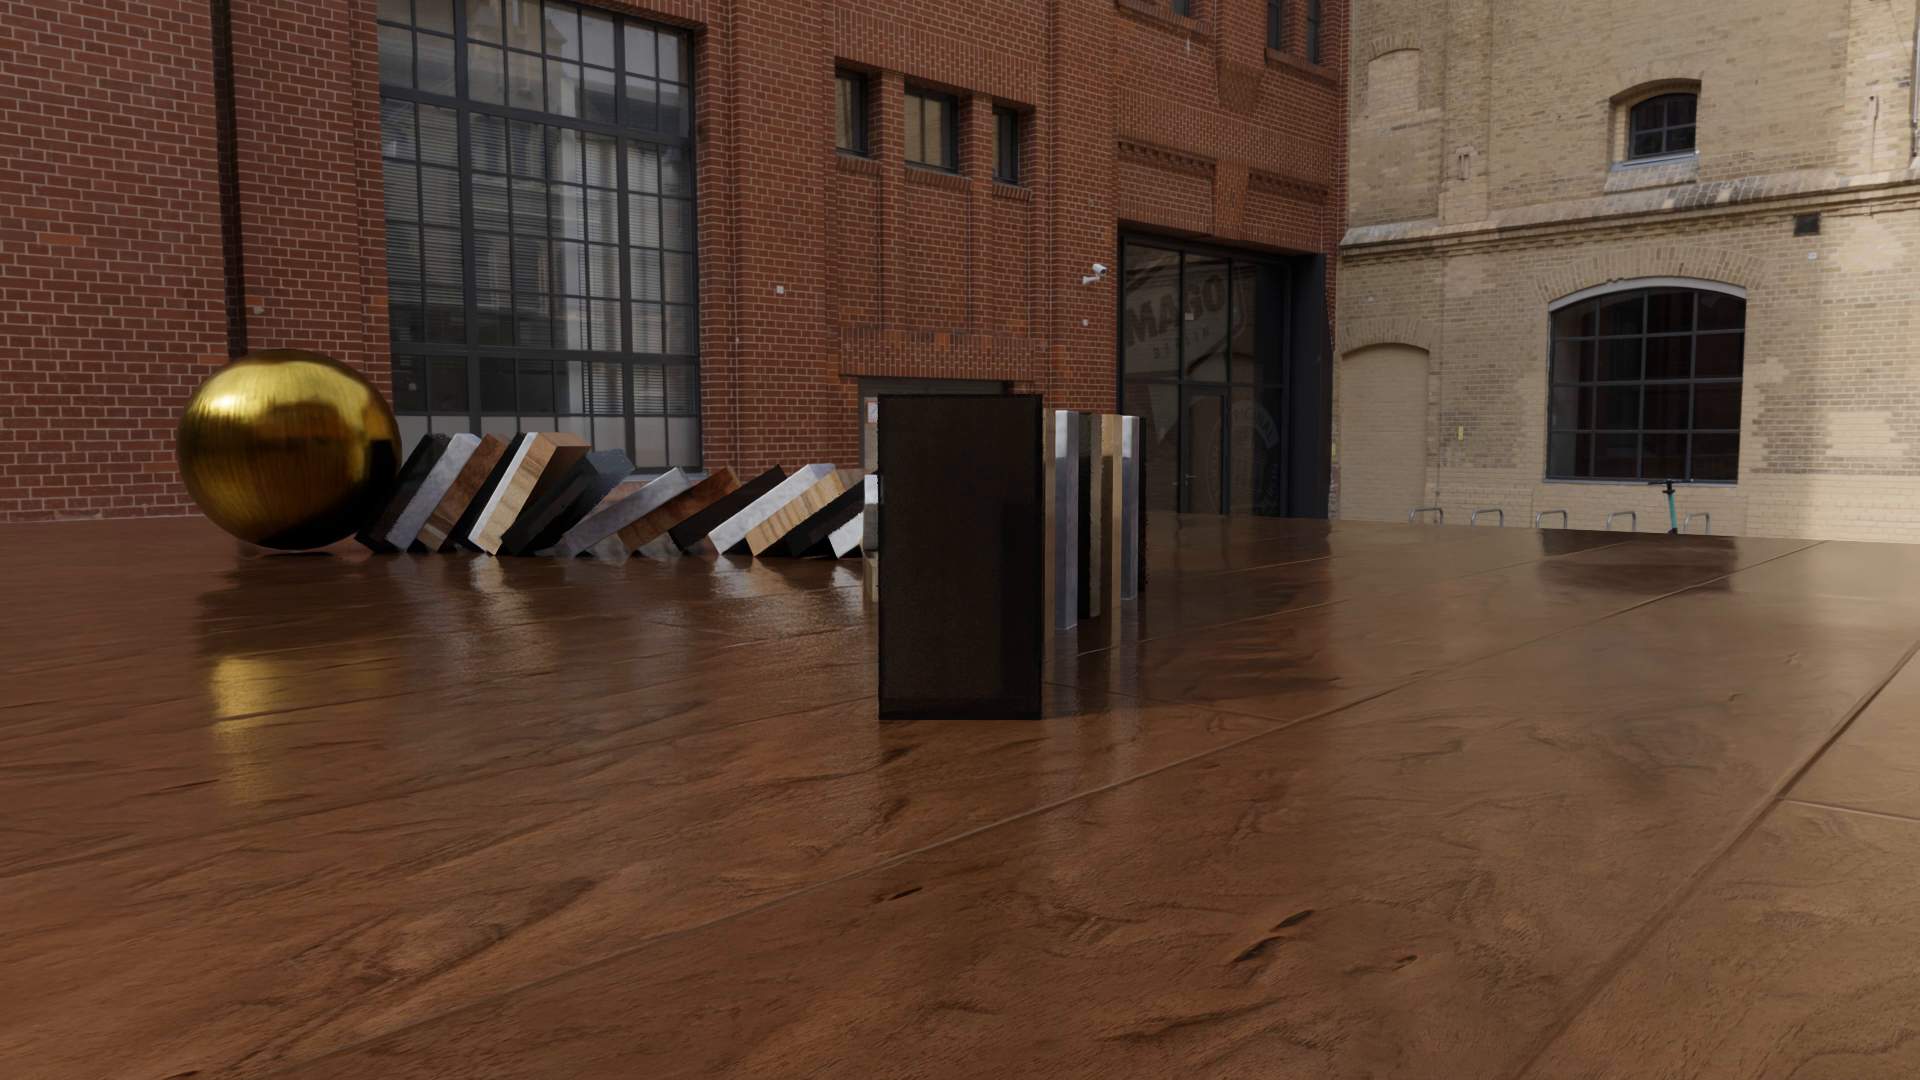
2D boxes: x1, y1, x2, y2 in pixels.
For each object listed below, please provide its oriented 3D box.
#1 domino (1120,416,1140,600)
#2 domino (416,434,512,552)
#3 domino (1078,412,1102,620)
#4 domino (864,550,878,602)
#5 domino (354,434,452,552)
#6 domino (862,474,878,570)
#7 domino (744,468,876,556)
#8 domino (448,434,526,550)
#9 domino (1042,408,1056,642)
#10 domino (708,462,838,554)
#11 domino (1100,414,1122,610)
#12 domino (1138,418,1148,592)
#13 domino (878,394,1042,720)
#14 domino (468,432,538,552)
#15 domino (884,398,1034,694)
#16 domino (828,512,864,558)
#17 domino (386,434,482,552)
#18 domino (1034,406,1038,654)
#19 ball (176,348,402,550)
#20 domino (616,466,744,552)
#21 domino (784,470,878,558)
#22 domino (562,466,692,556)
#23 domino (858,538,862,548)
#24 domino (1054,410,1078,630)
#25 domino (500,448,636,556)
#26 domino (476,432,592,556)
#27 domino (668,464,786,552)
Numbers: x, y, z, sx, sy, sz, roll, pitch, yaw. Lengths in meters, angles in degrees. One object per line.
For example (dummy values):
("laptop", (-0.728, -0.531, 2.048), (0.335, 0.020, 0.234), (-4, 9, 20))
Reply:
("domino", (0.036, -0.009, 0.357), (0.025, 0.050, 0.010), (1, 5, 19))
("domino", (-0.198, -0.020, 0.519), (0.010, 0.050, 0.025), (34, 0, -8))
("domino", (0.022, -0.006, 0.319), (0.025, 0.050, 0.010), (2, 5, 22))
("domino", (-0.014, 0.010, 0.373), (0.025, 0.009, 0.050), (-1, 4, -7))
("domino", (-0.221, -0.019, 0.516), (0.010, 0.050, 0.025), (34, 0, -8))
("domino", (-0.017, -0.004, 0.393), (0.025, 0.010, 0.050), (-1, -25, -6))
("domino", (-0.055, -0.010, 0.483), (0.050, 0.009, 0.025), (-33, -13, 29))
("domino", (-0.185, -0.020, 0.521), (0.010, 0.050, 0.025), (35, 3, -2))
("domino", (0.008, -0.004, 0.281), (0.025, 0.050, 0.009), (1, 4, 17))
("domino", (-0.071, -0.012, 0.498), (0.050, 0.009, 0.025), (-33, -5, 16))
("domino", (0.029, -0.008, 0.338), (0.025, 0.050, 0.009), (2, 5, 21))
("domino", (0.042, -0.011, 0.376), (0.025, 0.050, 0.009), (1, 4, 10))
("domino", (0.000, 0.002, 0.201), (0.025, 0.050, 0.009), (0, 4, 0))
("domino", (-0.173, -0.019, 0.511), (0.009, 0.050, 0.025), (35, 11, 9))
("domino", (0.000, 0.001, 0.221), (0.025, 0.050, 0.009), (0, 4, 1))
("domino", (-0.021, -0.009, 0.462), (0.050, 0.009, 0.025), (-33, -17, 30))
("domino", (-0.210, -0.020, 0.517), (0.010, 0.050, 0.025), (34, 0, -8))
("domino", (0.003, -0.002, 0.261), (0.025, 0.050, 0.009), (1, 4, 9))
("ball", (-0.265, -0.036, 0.511), (0.080, 0.080, 0.080), (0, 4, 0))
("domino", (-0.110, -0.013, 0.506), (0.050, 0.010, 0.025), (-31, 6, -5))
("domino", (-0.038, -0.010, 0.472), (0.050, 0.010, 0.025), (-32, -14, 29))
("domino", (-0.129, -0.012, 0.501), (0.050, 0.009, 0.025), (-31, 8, -5))
("domino", (-0.011, -0.006, 0.441), (0.025, 0.009, 0.050), (-3, -22, -36))
("domino", (0.014, -0.005, 0.300), (0.025, 0.050, 0.010), (2, 5, 21))
("domino", (-0.149, -0.014, 0.487), (0.050, 0.009, 0.025), (-40, -3, 18))
("domino", (-0.165, -0.018, 0.497), (0.010, 0.050, 0.025), (35, 11, 9))
("domino", (-0.091, -0.013, 0.510), (0.050, 0.010, 0.025), (-31, 6, -5))
